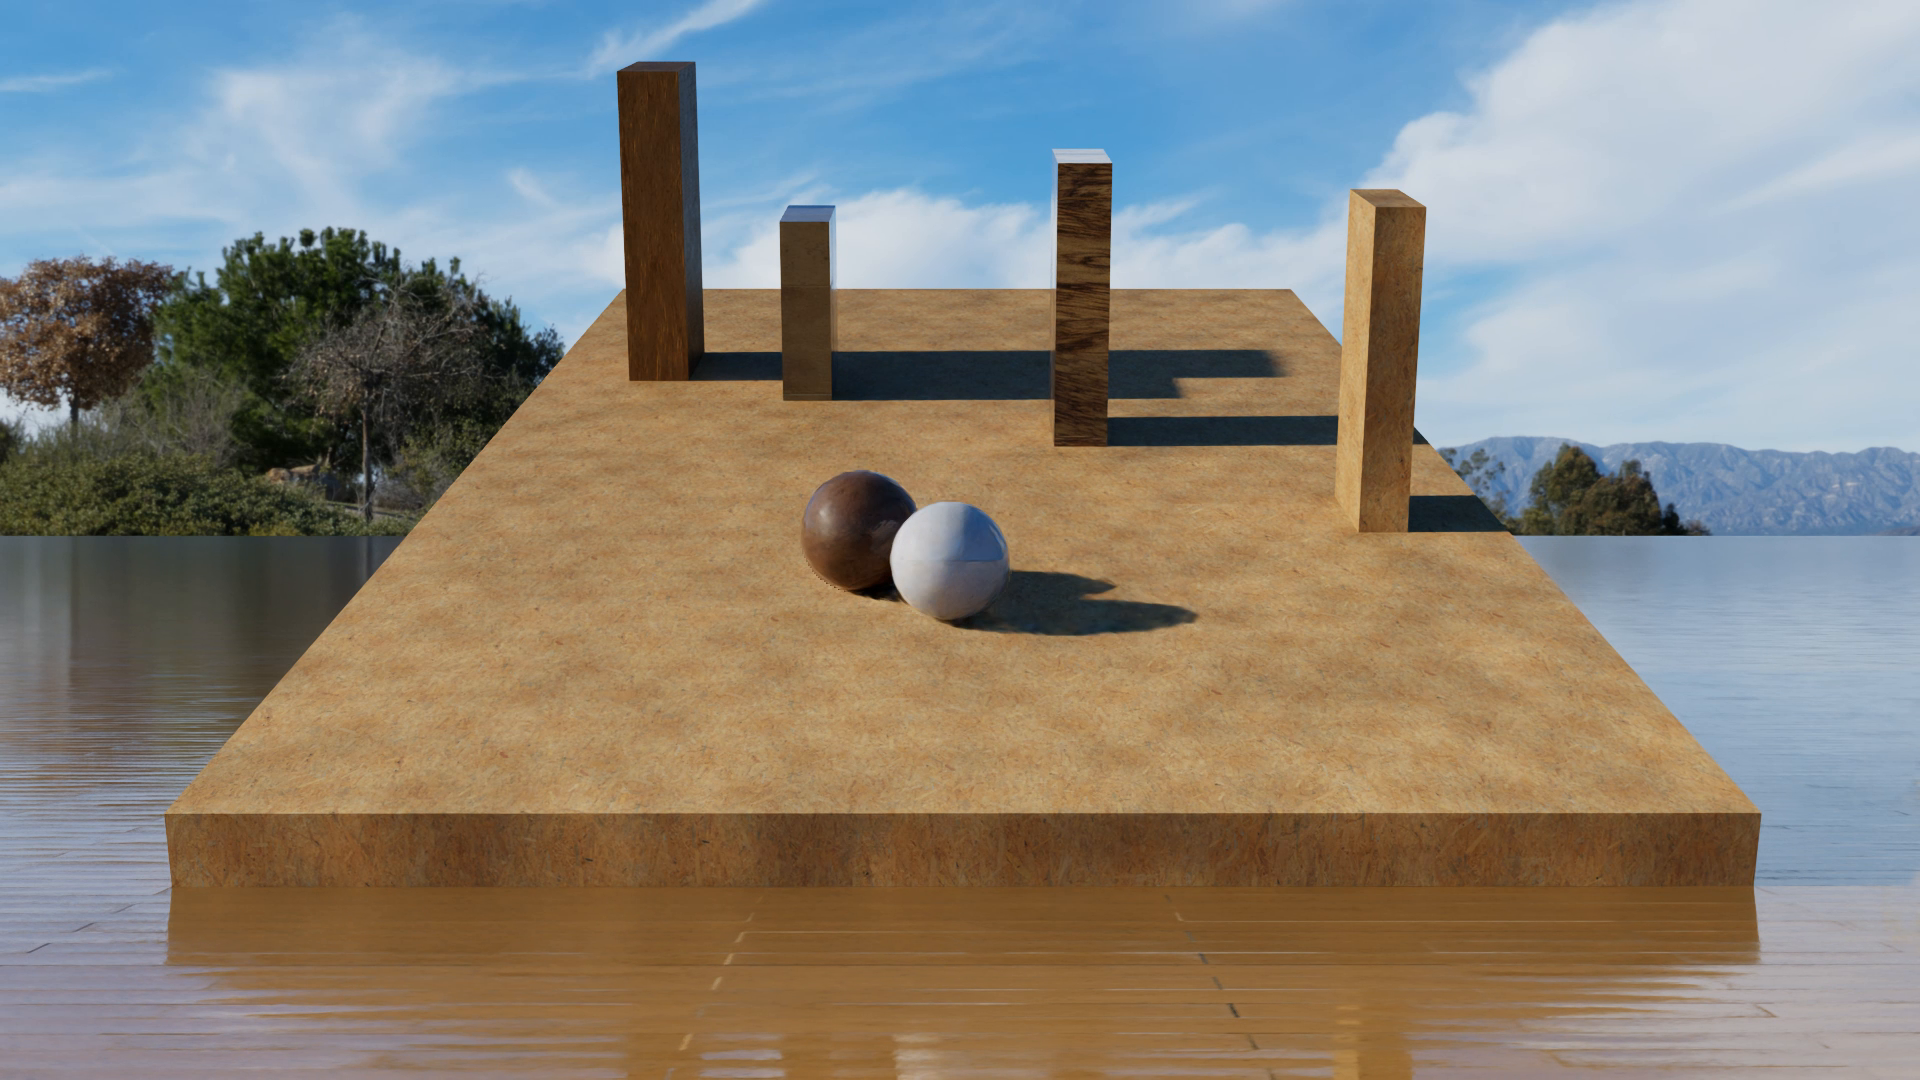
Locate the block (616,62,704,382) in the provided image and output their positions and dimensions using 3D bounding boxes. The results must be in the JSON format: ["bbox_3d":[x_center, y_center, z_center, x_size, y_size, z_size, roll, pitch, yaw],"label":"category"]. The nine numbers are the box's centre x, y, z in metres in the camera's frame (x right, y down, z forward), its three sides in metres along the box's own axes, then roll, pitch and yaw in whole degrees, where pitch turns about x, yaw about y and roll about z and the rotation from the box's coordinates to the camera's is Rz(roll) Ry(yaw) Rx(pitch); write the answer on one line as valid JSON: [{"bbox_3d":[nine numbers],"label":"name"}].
[{"bbox_3d":[-0.724,-0.782,5.374,0.142,0.730,0.357,0,16,0],"label":"block"}]

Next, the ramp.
[{"bbox_3d":[-0.002,-0.157,4.698,2.000,0.100,4.000,0,16,0],"label":"ramp"}]

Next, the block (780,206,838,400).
[{"bbox_3d":[-0.352,-0.560,5.172,0.113,0.413,0.290,0,16,0],"label":"block"}]

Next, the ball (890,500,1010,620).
[{"bbox_3d":[-0.016,0.033,3.500,0.190,0.190,0.190,0,0,0],"label":"ball"}]

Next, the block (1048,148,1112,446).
[{"bbox_3d":[0.254,-0.521,4.709,0.111,0.594,0.280,0,16,0],"label":"block"}]

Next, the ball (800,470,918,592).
[{"bbox_3d":[-0.163,-0.016,3.651,0.200,0.200,0.200,0,0,0],"label":"ball"}]

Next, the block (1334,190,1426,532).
[{"bbox_3d":[0.770,-0.333,4.057,0.089,0.590,0.260,0,16,0],"label":"block"}]
